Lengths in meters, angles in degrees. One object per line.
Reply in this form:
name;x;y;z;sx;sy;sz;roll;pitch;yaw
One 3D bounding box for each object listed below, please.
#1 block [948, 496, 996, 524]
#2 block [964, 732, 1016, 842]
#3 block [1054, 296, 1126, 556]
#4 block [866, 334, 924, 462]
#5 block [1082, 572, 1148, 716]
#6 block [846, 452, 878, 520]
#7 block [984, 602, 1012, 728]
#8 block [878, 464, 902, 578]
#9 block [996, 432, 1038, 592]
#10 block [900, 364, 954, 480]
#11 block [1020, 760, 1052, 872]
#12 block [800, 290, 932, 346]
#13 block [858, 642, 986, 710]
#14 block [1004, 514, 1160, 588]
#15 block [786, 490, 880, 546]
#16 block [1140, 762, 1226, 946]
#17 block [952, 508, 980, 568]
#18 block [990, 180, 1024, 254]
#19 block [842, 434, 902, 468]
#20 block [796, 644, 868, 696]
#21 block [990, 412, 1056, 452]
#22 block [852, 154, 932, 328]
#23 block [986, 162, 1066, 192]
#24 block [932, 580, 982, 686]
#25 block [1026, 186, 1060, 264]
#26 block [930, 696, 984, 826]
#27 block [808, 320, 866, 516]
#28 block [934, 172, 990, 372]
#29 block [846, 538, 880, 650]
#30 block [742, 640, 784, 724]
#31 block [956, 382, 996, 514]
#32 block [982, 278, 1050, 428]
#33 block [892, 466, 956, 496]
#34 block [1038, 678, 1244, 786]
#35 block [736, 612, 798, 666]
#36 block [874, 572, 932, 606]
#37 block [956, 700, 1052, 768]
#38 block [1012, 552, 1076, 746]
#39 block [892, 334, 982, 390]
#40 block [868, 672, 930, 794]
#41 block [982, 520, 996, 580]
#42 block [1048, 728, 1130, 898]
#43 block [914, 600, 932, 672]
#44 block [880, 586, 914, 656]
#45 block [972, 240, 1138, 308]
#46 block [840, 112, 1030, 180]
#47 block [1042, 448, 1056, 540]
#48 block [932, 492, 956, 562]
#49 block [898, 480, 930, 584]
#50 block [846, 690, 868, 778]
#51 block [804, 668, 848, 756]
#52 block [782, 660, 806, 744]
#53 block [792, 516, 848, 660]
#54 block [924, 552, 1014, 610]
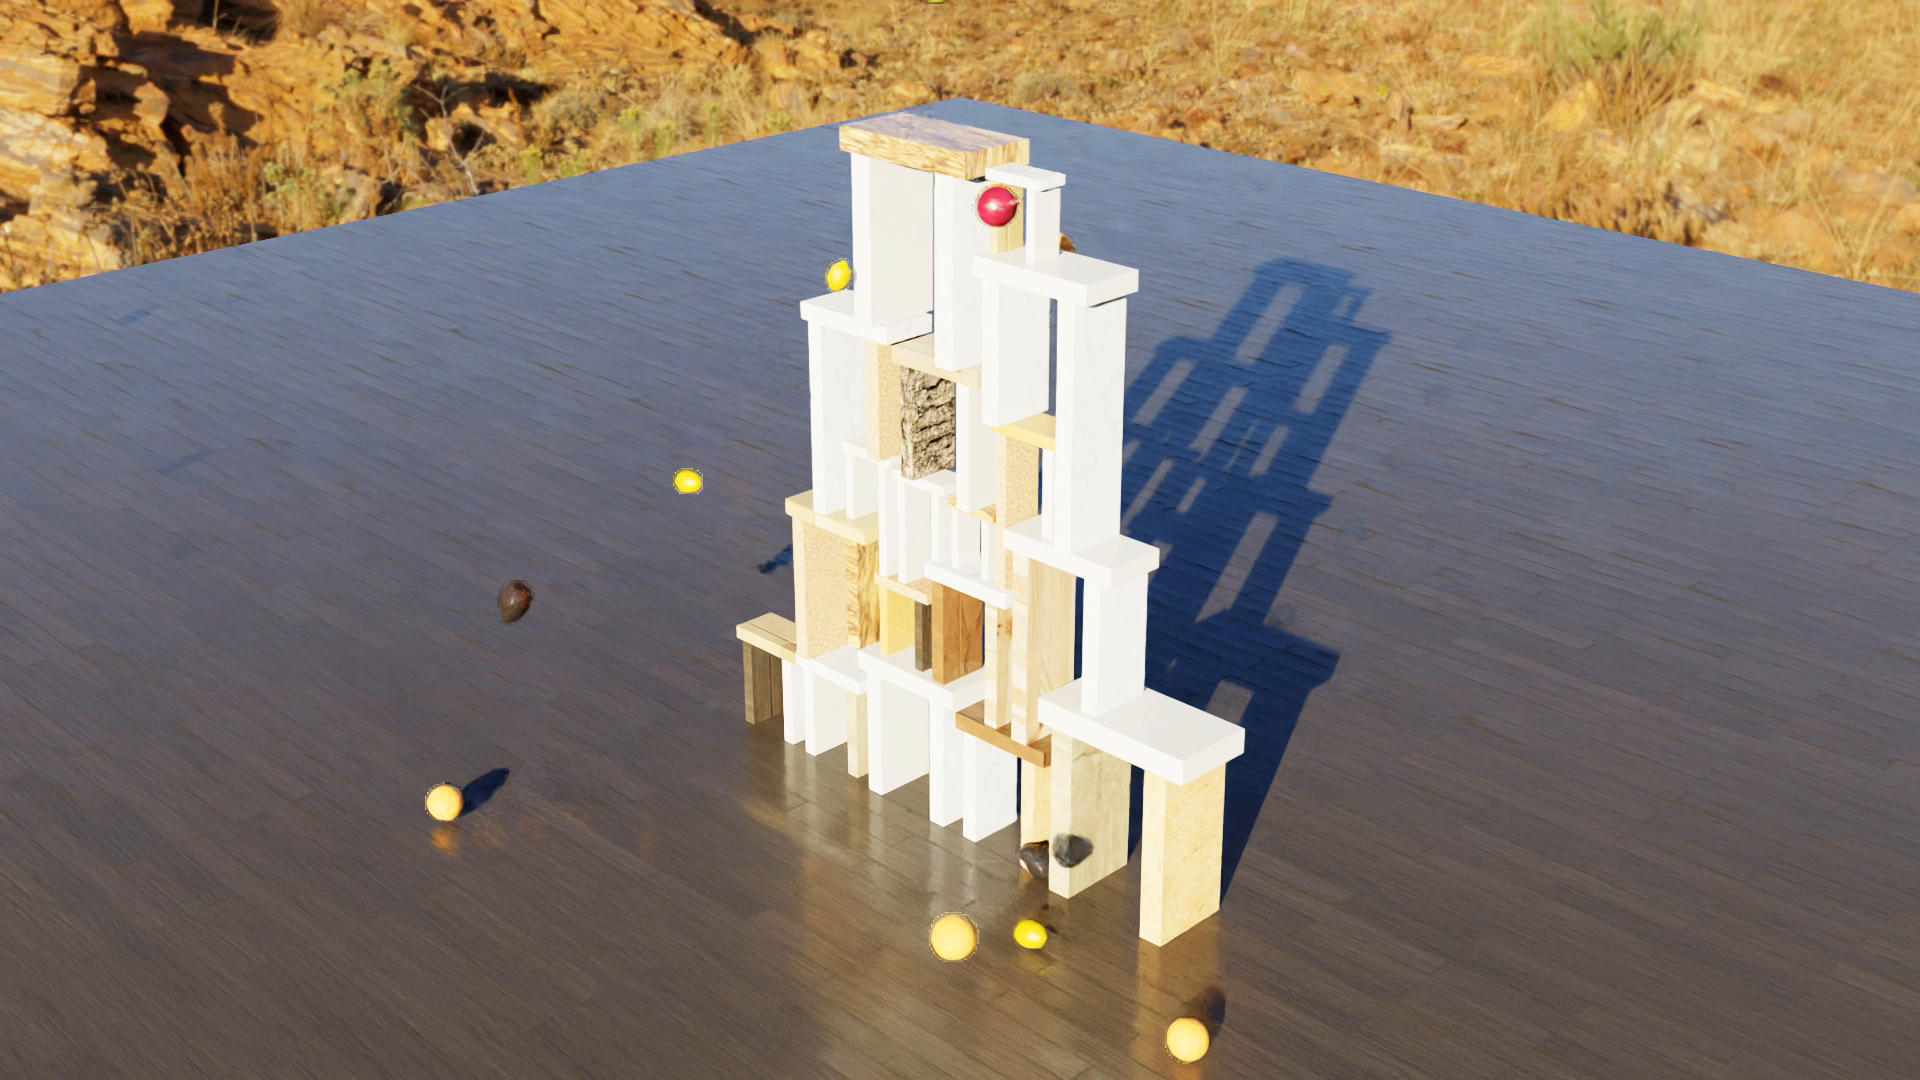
block;0.039;-0.063;4.155;0.060;0.017;0.120;-21;31;-41
block;0.060;0.469;4.354;0.033;0.235;0.117;21;31;41
block;0.229;-0.210;3.881;0.135;0.465;0.038;-21;31;-41
block;-0.125;-0.282;4.234;0.120;0.240;0.034;-21;31;-41
block;0.281;0.176;3.996;0.131;0.262;0.037;-21;31;-41
block;-0.194;-0.117;4.381;0.069;0.139;0.020;-21;31;-41
block;0.097;0.224;4.215;0.031;0.258;0.108;21;31;41
block;-0.128;-0.047;4.338;0.069;0.235;0.020;-21;31;-40
block;0.106;-0.062;4.085;0.086;0.310;0.024;-21;31;-40
block;-0.061;-0.237;4.196;0.032;0.226;0.113;21;31;40
block;0.171;0.512;4.253;0.117;0.235;0.033;-21;31;-41
block;-0.181;-0.430;4.233;0.240;0.034;0.120;21;31;40
block;-0.063;0.259;4.408;0.271;0.038;0.135;21;31;41
block;0.219;0.015;3.995;0.262;0.037;0.131;21;31;41
block;-0.231;-0.053;4.450;0.235;0.033;0.117;21;31;40
block;0.407;0.551;4.017;0.049;0.347;0.173;20;30;40
block;0.011;-0.011;4.208;0.060;0.120;0.017;-21;31;-41
block;0.083;-0.577;3.887;0.018;0.130;0.065;21;31;41
block;-0.160;-0.177;4.319;0.069;0.020;0.139;-21;31;-40
block;-0.239;0.262;4.590;0.101;0.029;0.202;-20;30;-39
block;0.146;-0.200;3.982;0.086;0.024;0.172;-21;31;-40
block;-0.125;-0.574;4.114;0.046;0.323;0.162;21;31;40
block;0.113;-0.633;3.830;0.130;0.018;0.065;21;31;40
block;-0.005;0.165;4.302;0.108;0.217;0.031;-21;31;-41
block;0.145;-0.553;3.831;0.018;0.130;0.065;21;31;41
block;0.001;0.426;4.410;0.038;0.271;0.135;21;31;41
block;-0.240;-0.254;4.371;0.034;0.399;0.120;21;31;41
block;0.028;-0.498;3.981;0.046;0.359;0.162;21;31;41
block;-0.175;0.093;4.451;0.033;0.235;0.117;21;30;41
block;-0.425;0.296;4.813;0.028;0.195;0.098;21;31;41
block;0.045;-0.184;4.102;0.113;0.249;0.032;-21;31;-41
block;0.101;-0.350;3.960;0.038;0.269;0.135;21;31;41
block;-0.056;-0.119;4.234;0.140;0.020;0.070;21;31;40
block;0.328;0.337;4.015;0.173;0.049;0.347;-21;31;-40
block;-0.379;0.211;4.727;0.195;0.028;0.098;21;31;41
block;-0.091;0.086;4.354;0.150;0.021;0.075;21;31;41
block;0.115;0.367;4.251;0.235;0.033;0.117;21;31;40
block;0.157;0.187;4.135;0.037;0.389;0.131;21;31;41
block;-0.008;-0.334;4.096;0.226;0.032;0.113;21;31;41
block;-0.126;0.376;4.527;0.038;0.271;0.135;21;31;41
block;0.068;0.011;4.156;0.060;0.120;0.017;-21;31;-41
block;0.247;0.488;4.166;0.049;0.346;0.173;21;31;40
block;-0.055;0.179;4.355;0.021;0.150;0.075;21;31;41
block;-0.126;0.151;4.420;0.021;0.150;0.075;21;31;41
block;0.165;-0.467;3.842;0.269;0.038;0.135;21;31;41
block;-0.048;-0.714;3.972;0.323;0.046;0.162;21;31;41
block;0.188;-0.094;3.983;0.086;0.172;0.024;-21;31;-41
block;-0.024;-0.033;4.235;0.020;0.140;0.070;21;31;41
block;-0.089;-0.024;4.310;0.020;0.216;0.070;21;31;41
block;-0.188;0.386;4.593;0.029;0.202;0.101;21;31;41
block;-0.283;0.349;4.681;0.101;0.202;0.029;-21;31;-41
block;-0.333;0.332;4.728;0.028;0.195;0.098;21;31;41
block;-0.287;0.086;4.567;0.117;0.314;0.033;-20;30;-39
block;0.046;0.071;4.206;0.108;0.031;0.217;-21;31;-41
